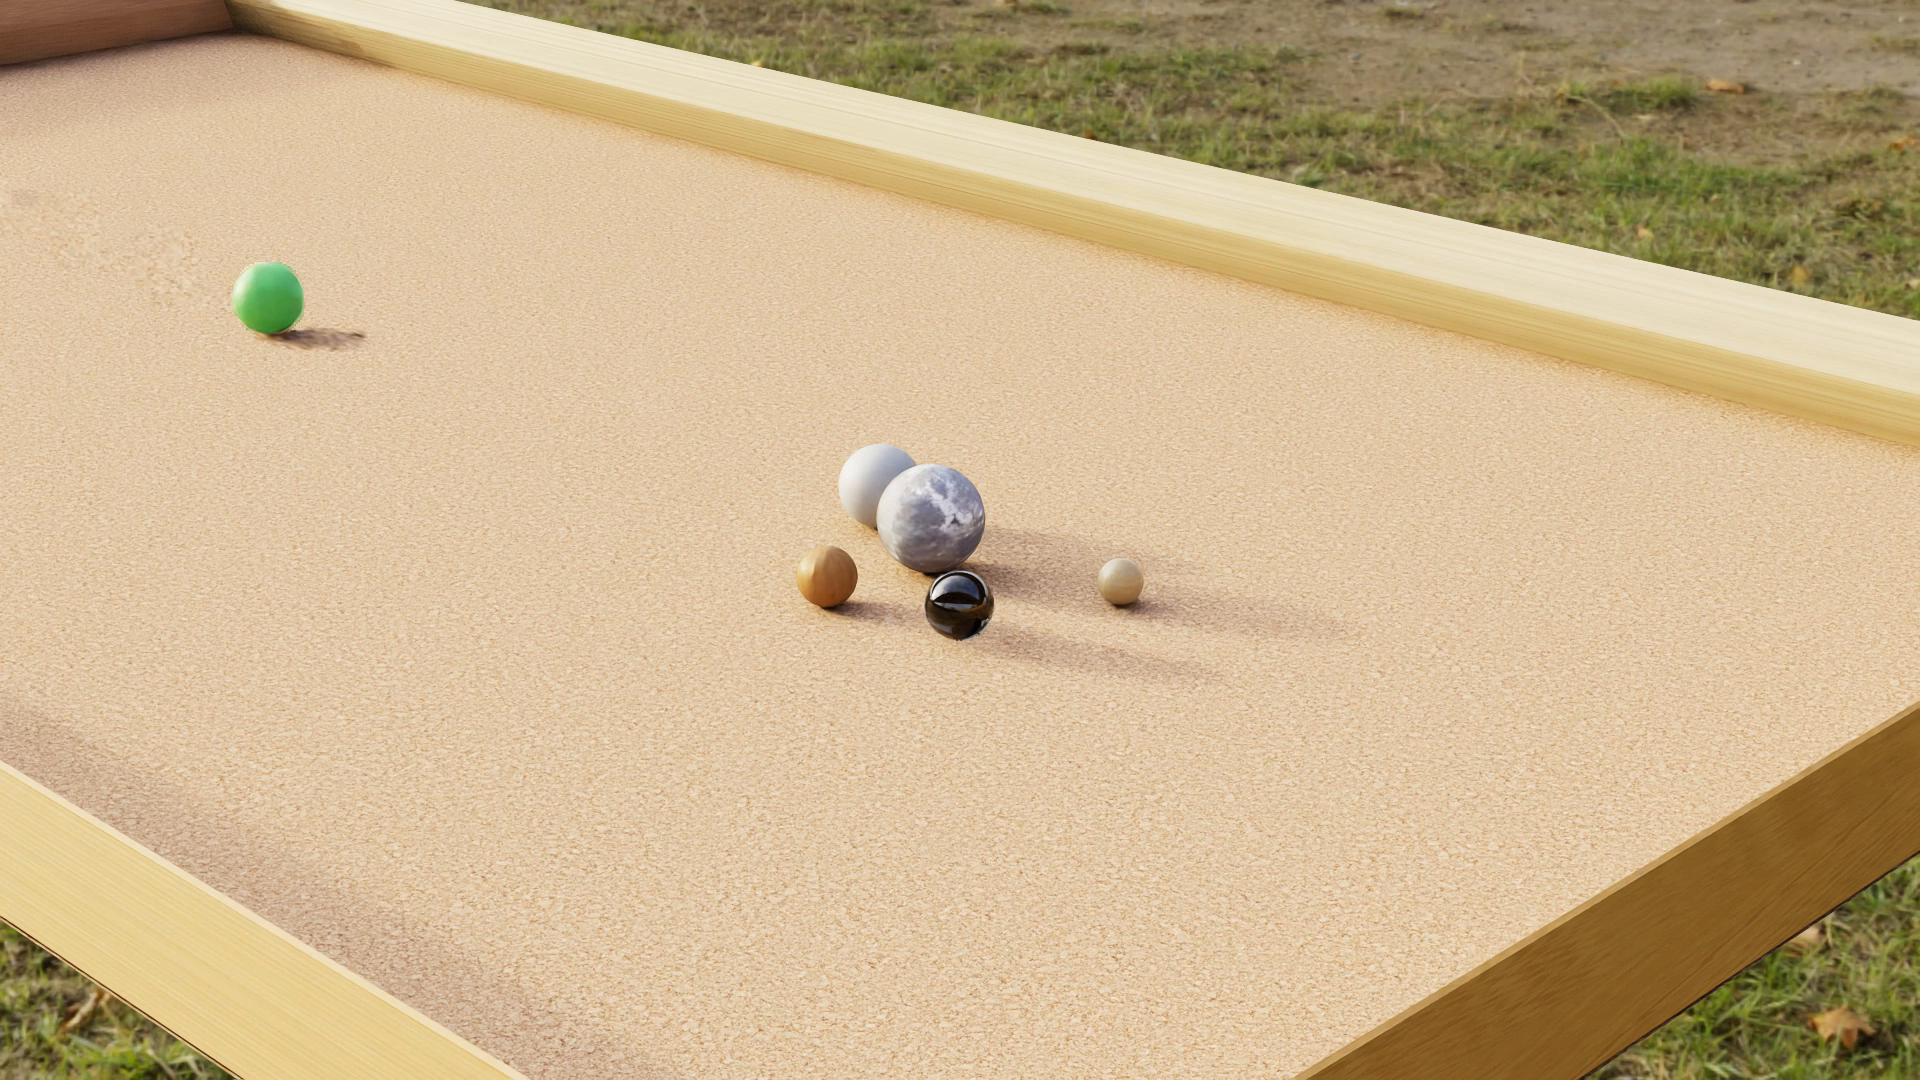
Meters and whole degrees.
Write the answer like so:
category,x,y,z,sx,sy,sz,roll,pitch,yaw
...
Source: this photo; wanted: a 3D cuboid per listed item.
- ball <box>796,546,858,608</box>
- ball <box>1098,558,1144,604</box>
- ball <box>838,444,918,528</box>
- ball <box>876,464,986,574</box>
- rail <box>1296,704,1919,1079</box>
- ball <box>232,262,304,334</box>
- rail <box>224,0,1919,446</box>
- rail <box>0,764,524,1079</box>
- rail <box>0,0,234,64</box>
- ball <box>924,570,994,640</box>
category,x,y,z,sx,sy,sz,roll,pitch,yaw
ball,-0.117,0.032,2.581,0.054,0.054,0.054,0,21,0
ball,0.141,0.036,2.587,0.041,0.041,0.041,0,21,0
ball,-0.074,-0.051,2.761,0.079,0.079,0.079,0,21,0
ball,-0.026,-0.019,2.652,0.099,0.099,0.099,0,21,0
rail,0.614,0.187,2.071,0.045,0.128,1.867,19,28,41
ball,-0.786,-0.275,3.344,0.080,0.080,0.080,0,21,0
rail,0.007,-0.485,3.820,3.540,0.128,0.045,19,28,41
rail,-1.269,-0.020,2.609,3.540,0.128,0.045,19,28,41
rail,-1.875,-0.691,4.358,0.045,0.128,1.867,19,28,41
ball,-0.001,0.055,2.511,0.060,0.060,0.060,0,21,0
